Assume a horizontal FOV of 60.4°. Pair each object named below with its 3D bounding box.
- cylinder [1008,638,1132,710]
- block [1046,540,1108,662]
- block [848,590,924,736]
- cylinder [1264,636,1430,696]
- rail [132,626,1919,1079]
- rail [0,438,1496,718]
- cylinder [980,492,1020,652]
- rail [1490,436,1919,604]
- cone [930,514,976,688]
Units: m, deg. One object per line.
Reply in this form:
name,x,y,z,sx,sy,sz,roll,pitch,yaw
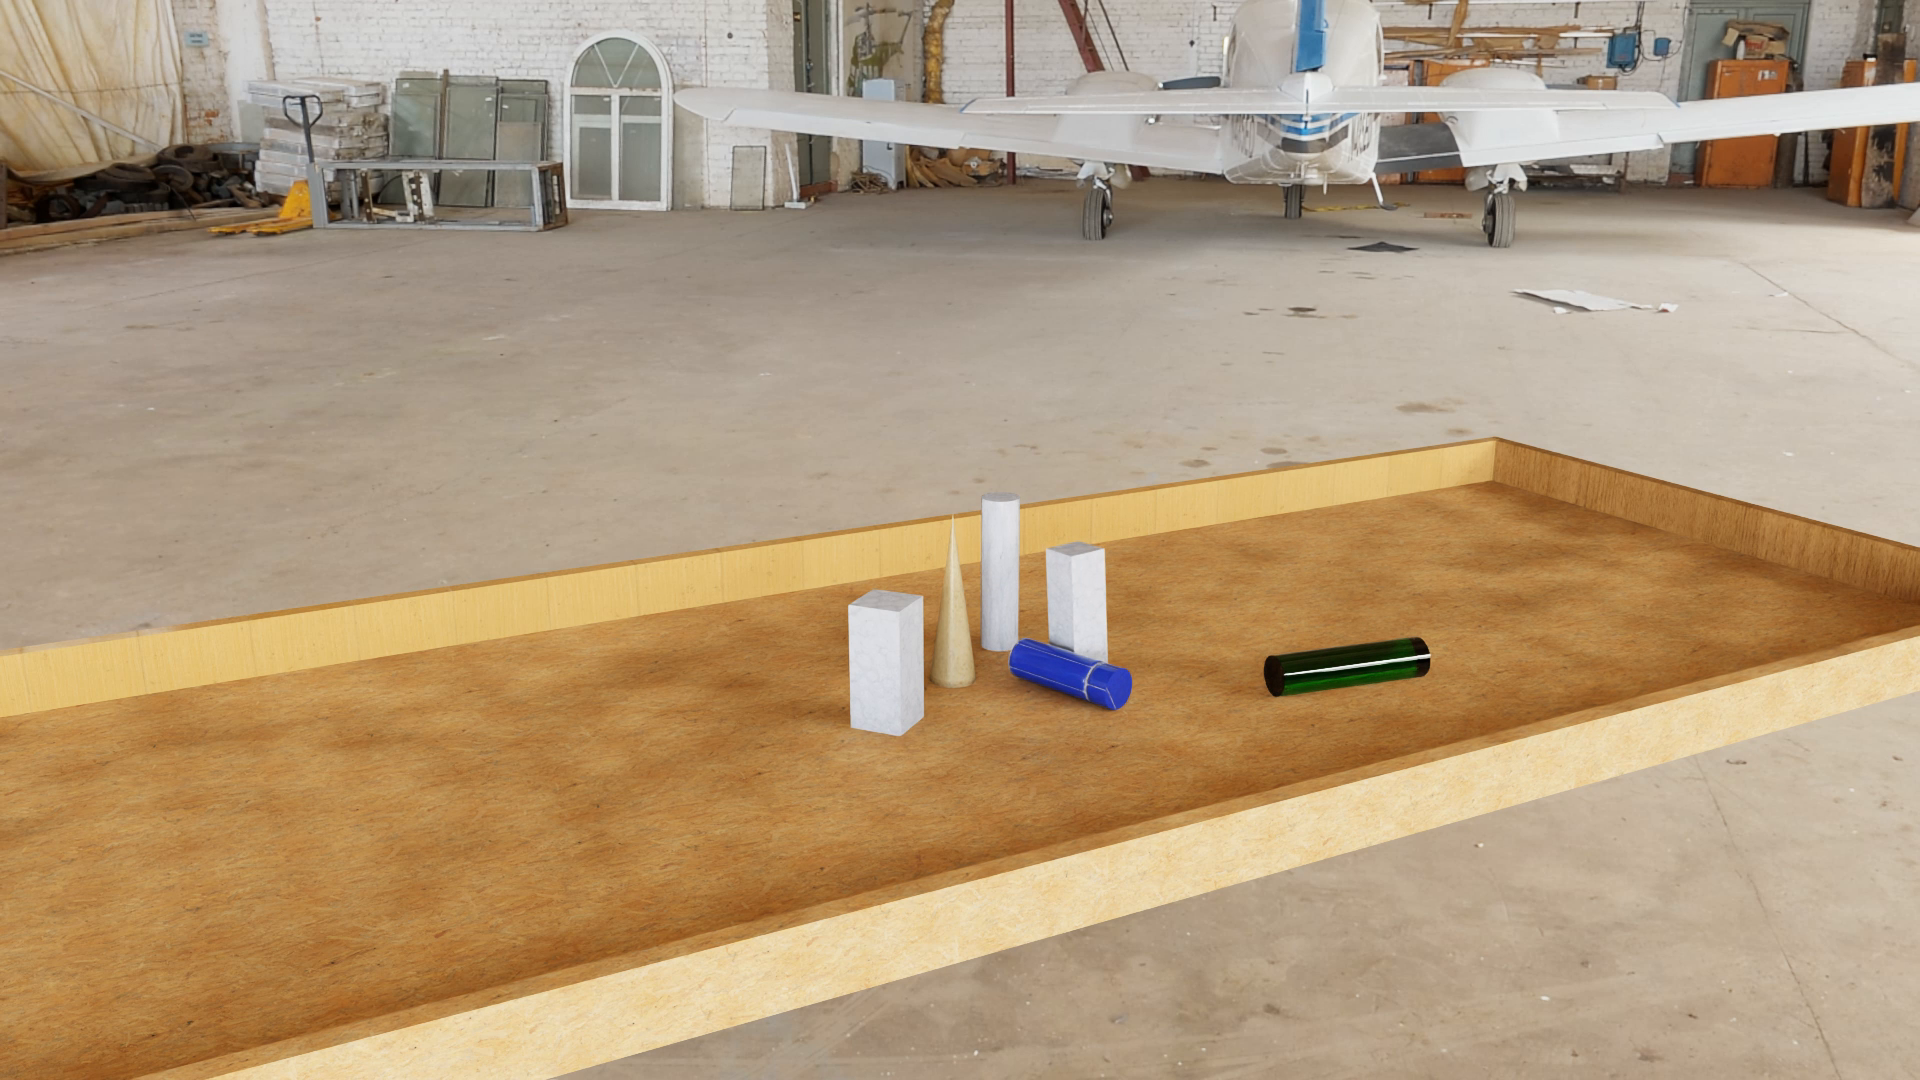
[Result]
cylinder,0.269,0.327,4.060,0.313,0.103,0.103,15,22,42
block,0.295,0.179,4.151,0.104,0.327,0.104,-13,18,-32
block,-0.171,0.284,3.850,0.129,0.303,0.129,7,18,23
cylinder,0.964,0.314,4.104,0.412,0.103,0.103,-6,17,-18
rail,-2.336,1.006,1.665,12.000,0.150,0.050,-9,18,-27
rail,-3.305,0.497,3.399,12.000,0.150,0.050,-9,18,-27
cylinder,0.106,0.084,4.345,0.101,0.408,0.101,0,16,0
rail,2.466,-0.048,5.253,0.050,0.150,2.100,-9,18,-27
cone,-0.017,0.143,4.099,0.118,0.433,0.118,0,16,0
